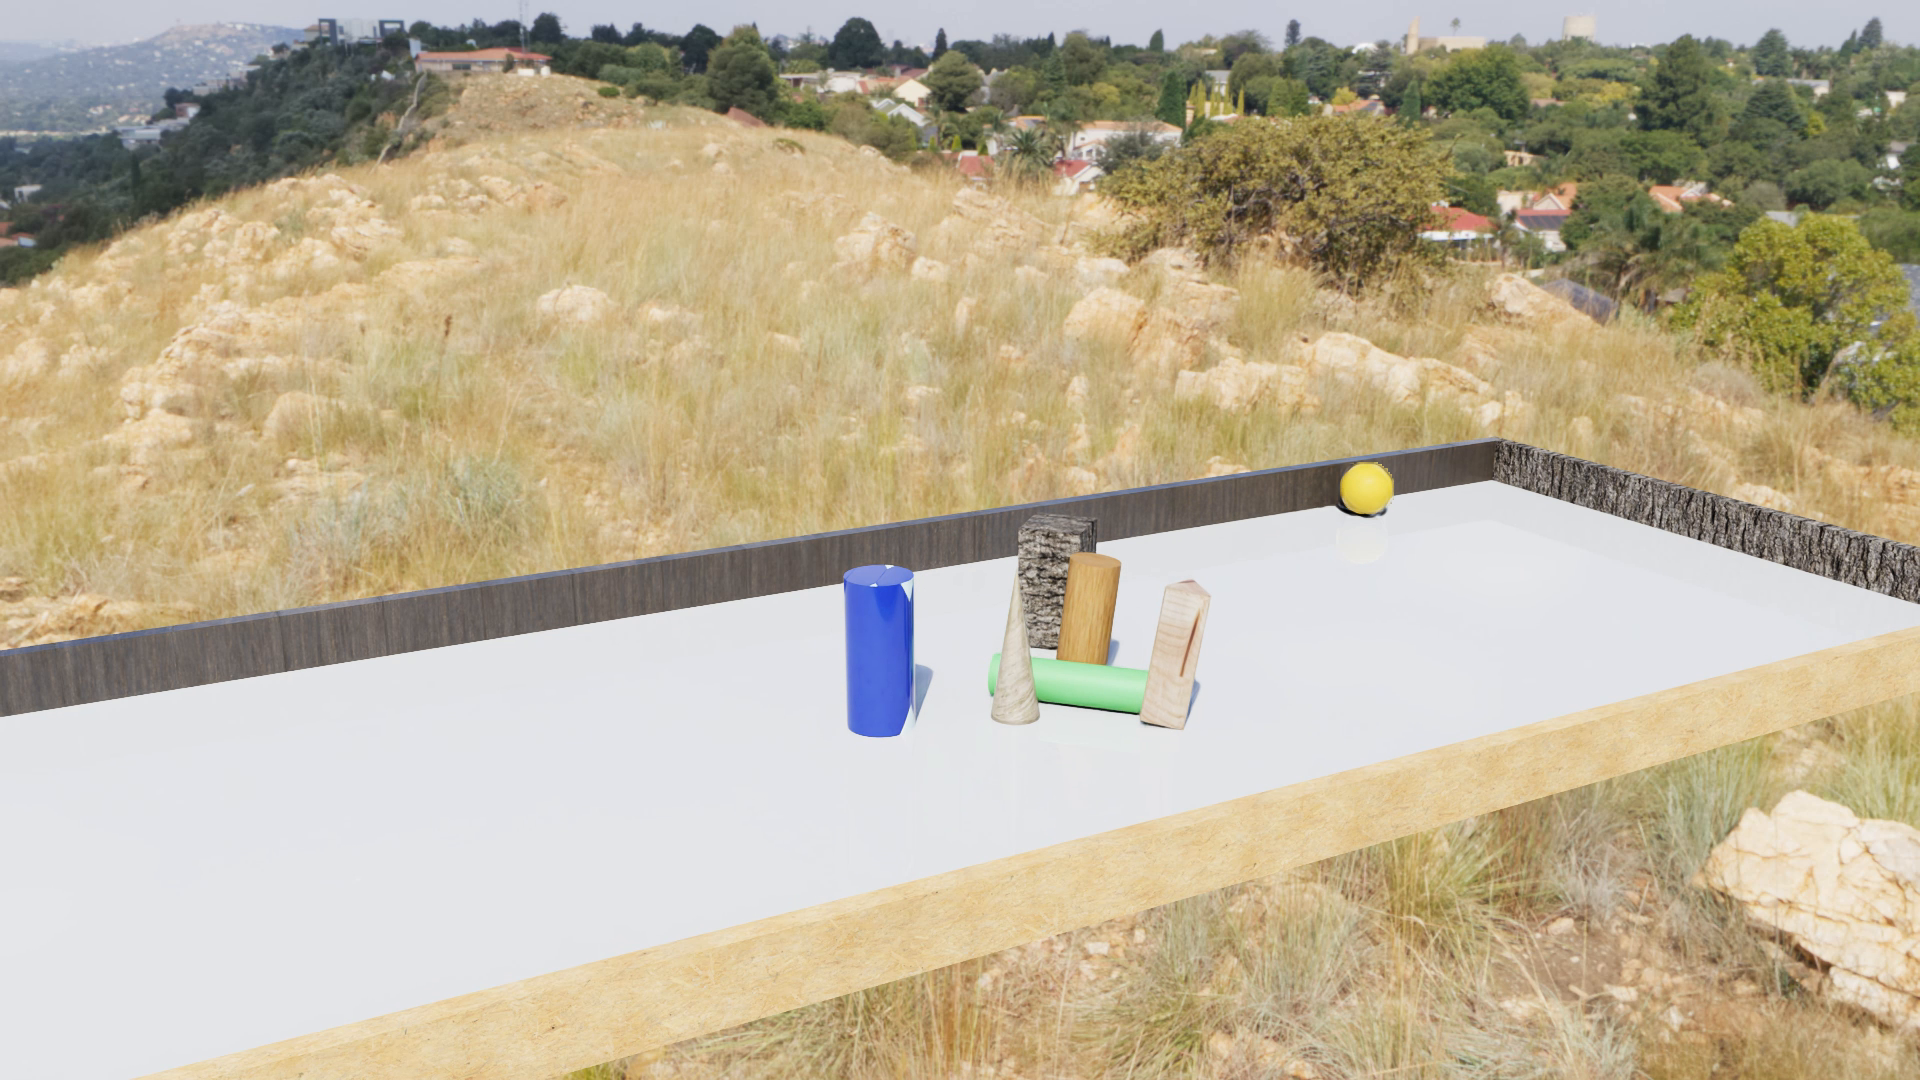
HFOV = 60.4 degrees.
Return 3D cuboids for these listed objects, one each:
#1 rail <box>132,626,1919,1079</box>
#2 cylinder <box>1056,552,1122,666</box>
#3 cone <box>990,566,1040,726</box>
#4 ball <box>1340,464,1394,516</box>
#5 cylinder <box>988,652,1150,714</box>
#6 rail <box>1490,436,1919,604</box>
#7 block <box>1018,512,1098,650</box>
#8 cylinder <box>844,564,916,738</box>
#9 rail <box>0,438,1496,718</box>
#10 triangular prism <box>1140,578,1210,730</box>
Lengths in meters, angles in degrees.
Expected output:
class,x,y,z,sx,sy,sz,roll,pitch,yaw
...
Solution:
class,x,y,z,sx,sy,sz,roll,pitch,yaw
rail,-2.336,1.006,1.665,12.000,0.150,0.050,-9,18,-27
cylinder,0.315,0.201,4.086,0.128,0.317,0.128,6,15,-2
cone,0.132,0.239,3.876,0.119,0.375,0.119,0,16,0
ball,1.387,-0.174,5.632,0.177,0.177,0.177,0,16,0
cylinder,0.268,0.346,3.992,0.389,0.104,0.104,6,17,18
rail,2.466,-0.048,5.253,0.050,0.150,2.100,-9,18,-27
block,0.259,0.112,4.396,0.166,0.326,0.166,6,17,19
cylinder,-0.186,0.257,3.829,0.162,0.367,0.162,0,16,0
rail,-3.305,0.497,3.399,12.000,0.150,0.050,-9,18,-27
triangular prism,0.505,0.261,3.844,0.104,0.338,0.090,12,19,10
